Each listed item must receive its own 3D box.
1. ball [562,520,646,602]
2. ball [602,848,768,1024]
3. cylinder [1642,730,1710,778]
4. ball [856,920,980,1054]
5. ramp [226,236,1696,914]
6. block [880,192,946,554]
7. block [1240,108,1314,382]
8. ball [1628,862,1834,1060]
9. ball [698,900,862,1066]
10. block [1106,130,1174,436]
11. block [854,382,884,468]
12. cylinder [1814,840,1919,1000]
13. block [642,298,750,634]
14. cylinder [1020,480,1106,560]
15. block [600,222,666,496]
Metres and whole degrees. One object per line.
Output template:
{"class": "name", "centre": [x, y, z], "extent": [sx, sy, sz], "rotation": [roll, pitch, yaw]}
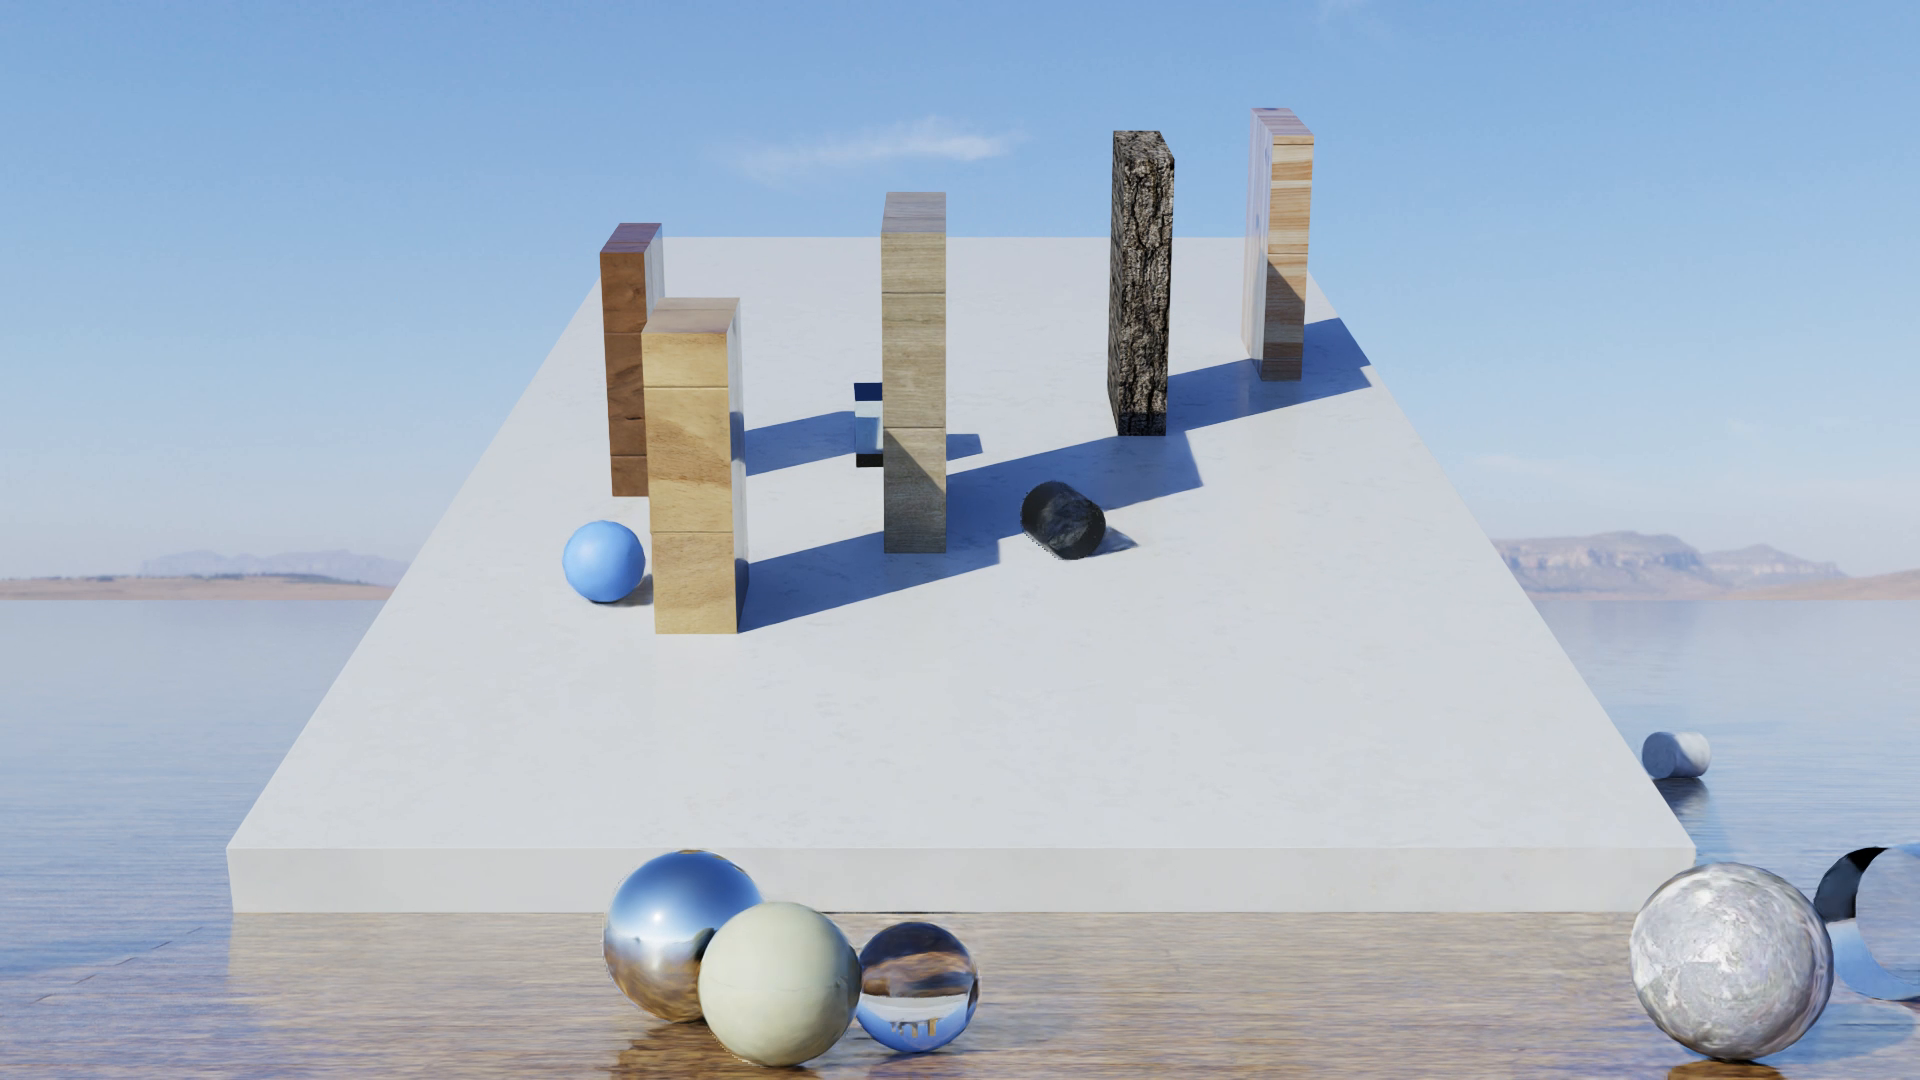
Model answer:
{"class": "ball", "centre": [-0.620, 0.037, 3.932], "extent": [0.143, 0.143, 0.143], "rotation": [0, -1, 0]}
{"class": "ball", "centre": [-0.278, 0.406, 2.317], "extent": [0.176, 0.176, 0.176], "rotation": [0, -1, 0]}
{"class": "cylinder", "centre": [1.705, 0.511, 5.377], "extent": [0.111, 0.111, 0.111], "rotation": [1, -2, -27]}
{"class": "ball", "centre": [-0.044, 0.428, 2.164], "extent": [0.125, 0.125, 0.125], "rotation": [0, -1, 0]}
{"class": "ramp", "centre": [-0.005, -0.202, 4.974], "extent": [2.000, 0.100, 4.000], "rotation": [0, 20, 0]}
{"class": "block", "centre": [-0.083, -0.322, 4.264], "extent": [0.115, 0.600, 0.384], "rotation": [0, 20, 0]}
{"class": "block", "centre": [0.755, -0.713, 5.406], "extent": [0.093, 0.576, 0.408], "rotation": [0, 20, 0]}
{"class": "ball", "centre": [0.728, 0.397, 2.134], "extent": [0.185, 0.185, 0.185], "rotation": [0, -1, 0]}
{"class": "ball", "centre": [-0.168, 0.413, 2.104], "extent": [0.152, 0.152, 0.152], "rotation": [0, -1, 0]}
{"class": "block", "centre": [0.394, -0.570, 4.965], "extent": [0.103, 0.599, 0.371], "rotation": [0, 20, 0]}
{"class": "block", "centre": [-0.149, -0.242, 4.722], "extent": [0.143, 0.143, 0.143], "rotation": [-1, 20, -4]}
{"class": "cylinder", "centre": [1.061, 0.415, 2.494], "extent": [0.165, 0.165, 0.165], "rotation": [1, -2, -41]}
{"class": "block", "centre": [-0.444, -0.128, 3.833], "extent": [0.137, 0.521, 0.247], "rotation": [0, 20, 0]}
{"class": "cylinder", "centre": [0.190, -0.037, 4.181], "extent": [0.117, 0.117, 0.117], "rotation": [1, 18, -25]}
{"class": "block", "centre": [-0.649, -0.365, 4.543], "extent": [0.085, 0.493, 0.284], "rotation": [0, 20, 0]}
